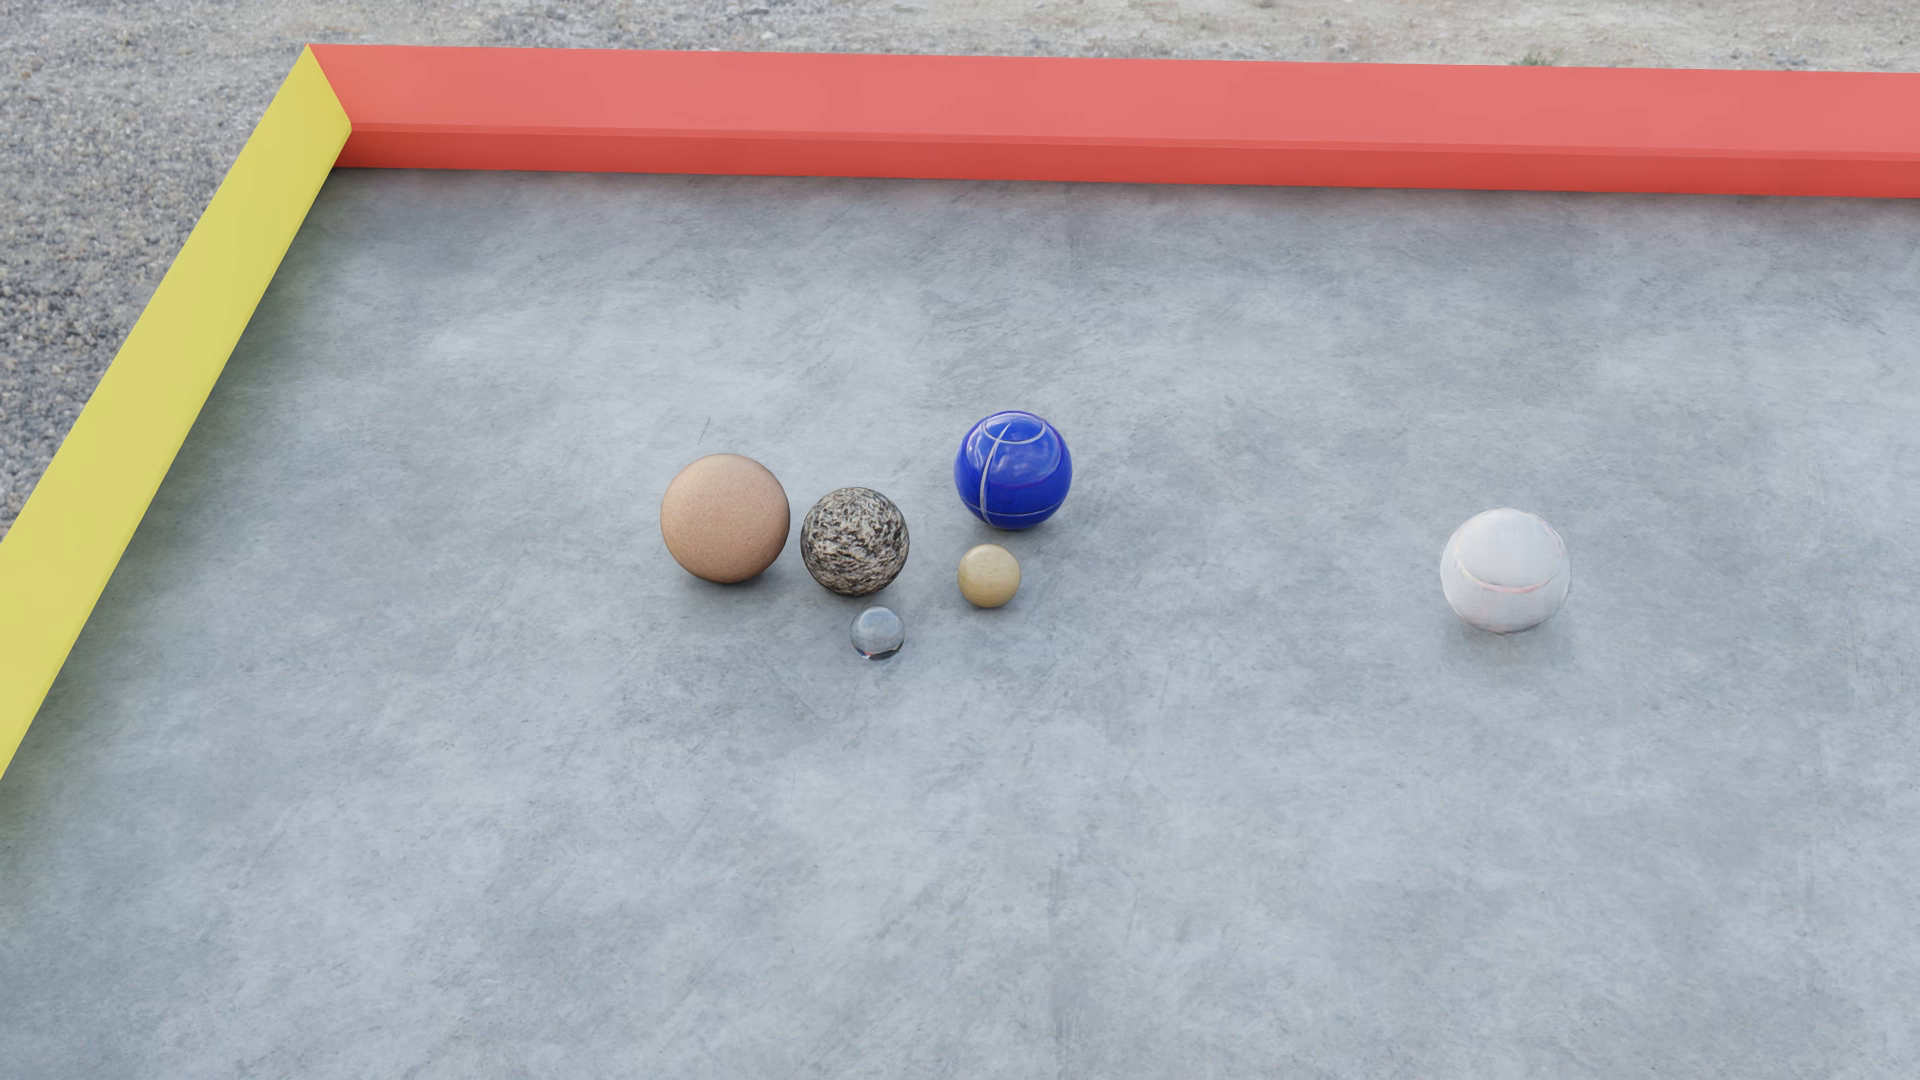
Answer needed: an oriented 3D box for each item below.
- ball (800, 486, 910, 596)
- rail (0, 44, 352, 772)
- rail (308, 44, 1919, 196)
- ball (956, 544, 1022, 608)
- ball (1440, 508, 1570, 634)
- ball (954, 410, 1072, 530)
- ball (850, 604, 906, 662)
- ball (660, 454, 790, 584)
[{"bbox_3d":[-0.078,0.001,1.901,0.081,0.081,0.081,0,35,0],"label":"ball"},{"bbox_3d":[-0.624,-0.039,1.918,0.045,0.126,1.327,1,35,2],"label":"rail"},{"bbox_3d":[0.676,-0.372,2.397,2.594,0.126,0.045,1,35,2],"label":"rail"},{"bbox_3d":[0.021,0.026,1.894,0.048,0.048,0.048,0,35,0],"label":"ball"},{"bbox_3d":[0.396,0.023,1.861,0.092,0.092,0.092,0,35,0],"label":"ball"},{"bbox_3d":[0.041,-0.054,1.971,0.092,0.092,0.092,0,35,0],"label":"ball"},{"bbox_3d":[-0.059,0.067,1.843,0.041,0.041,0.041,0,35,0],"label":"ball"},{"bbox_3d":[-0.175,-0.016,1.912,0.097,0.097,0.097,0,35,0],"label":"ball"}]
